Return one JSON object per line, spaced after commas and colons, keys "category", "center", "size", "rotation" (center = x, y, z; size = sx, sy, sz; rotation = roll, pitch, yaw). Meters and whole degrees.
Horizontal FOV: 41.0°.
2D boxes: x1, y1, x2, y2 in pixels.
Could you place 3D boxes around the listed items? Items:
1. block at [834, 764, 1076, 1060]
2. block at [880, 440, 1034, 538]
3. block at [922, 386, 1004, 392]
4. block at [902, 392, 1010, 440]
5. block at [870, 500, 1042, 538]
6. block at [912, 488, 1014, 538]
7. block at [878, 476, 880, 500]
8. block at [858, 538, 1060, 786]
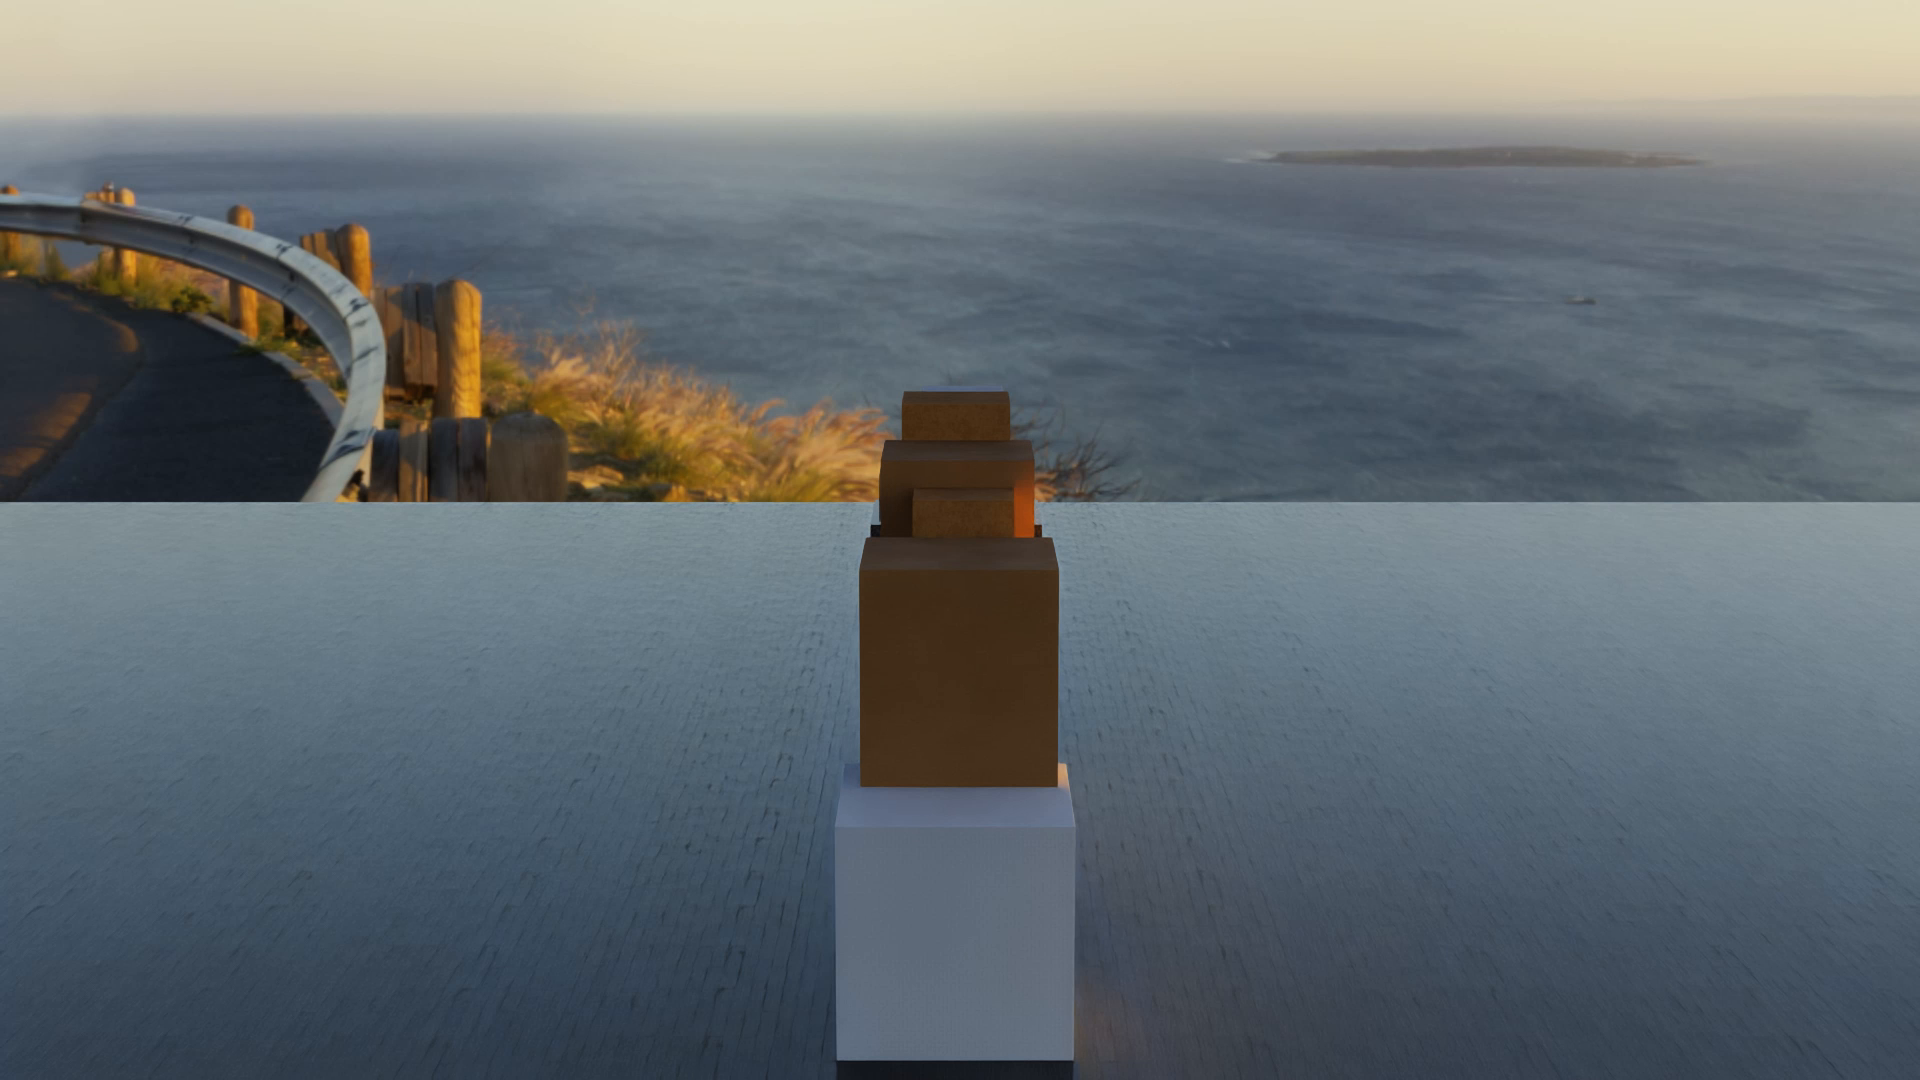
{"category": "block", "center": [-0.017, 1.371, 9.587], "size": [0.854, 0.873, 0.849], "rotation": [0, 10, 0]}
{"category": "block", "center": [-0.009, -0.120, 10.927], "size": [0.634, 0.530, 0.635], "rotation": [0, 10, 0]}
{"category": "block", "center": [0.012, -0.473, 11.852], "size": [0.374, 0.430, 0.382], "rotation": [0, 11, 0]}
{"category": "block", "center": [-0.018, -0.358, 11.443], "size": [0.472, 0.555, 0.460], "rotation": [0, 10, 0]}
{"category": "block", "center": [-0.017, 0.208, 11.803], "size": [0.763, 0.689, 0.694], "rotation": [0, 10, 0]}
{"category": "block", "center": [0.015, 0.020, 10.431], "size": [0.405, 0.421, 0.374], "rotation": [0, 9, 0]}
{"category": "block", "center": [-0.019, -0.010, 12.520], "size": [0.726, 0.734, 0.787], "rotation": [0, 11, 0]}
{"category": "block", "center": [-0.003, 0.455, 9.886], "size": [0.738, 0.821, 0.721], "rotation": [0, 10, 0]}
